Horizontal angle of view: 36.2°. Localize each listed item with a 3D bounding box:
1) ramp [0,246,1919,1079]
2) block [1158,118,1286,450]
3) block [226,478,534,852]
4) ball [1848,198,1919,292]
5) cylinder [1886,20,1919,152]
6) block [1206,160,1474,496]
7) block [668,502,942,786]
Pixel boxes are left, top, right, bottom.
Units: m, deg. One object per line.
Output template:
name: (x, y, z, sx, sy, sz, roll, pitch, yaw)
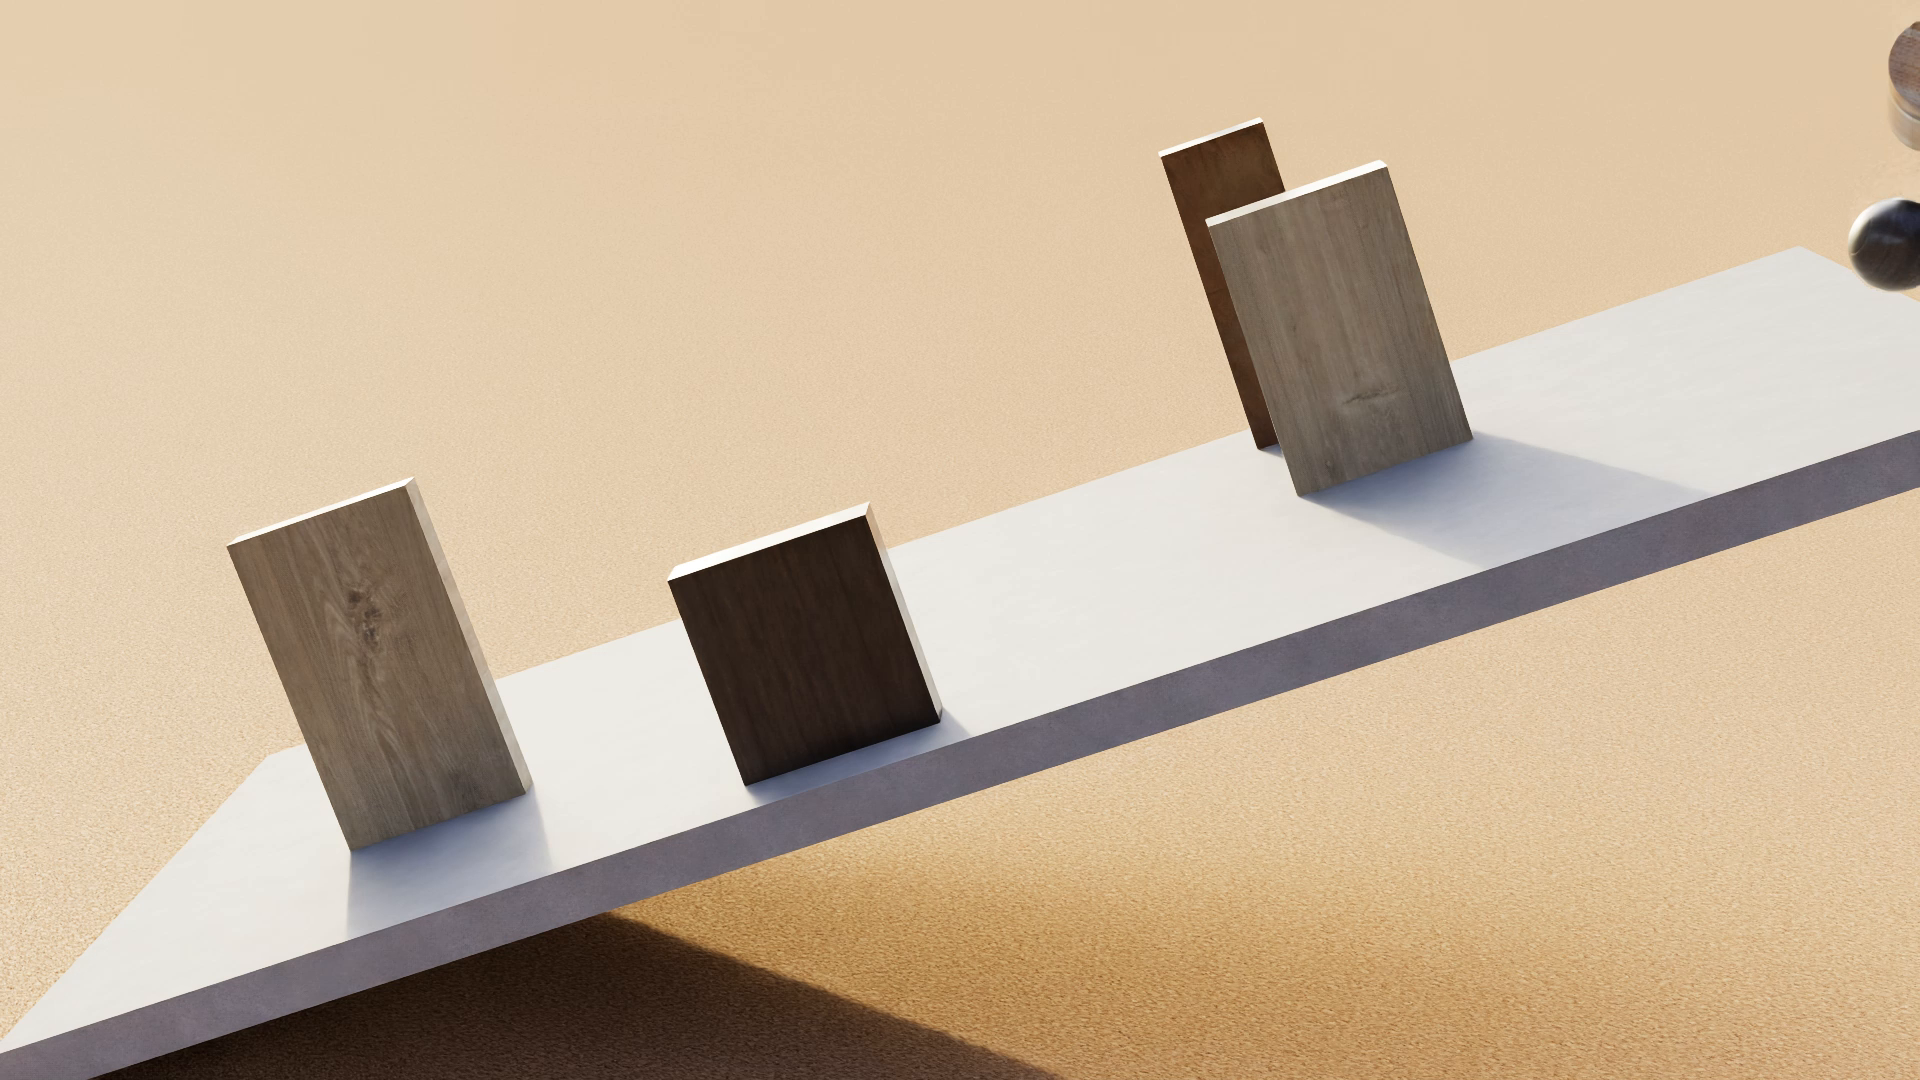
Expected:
ramp: (0.109, 0.179, 6.303, 4.000, 0.100, 2.000, -18, 11, 6)
block: (0.701, -0.600, 6.905, 0.248, 0.727, 0.126, -18, 11, 6)
block: (-1.197, 0.260, 6.090, 0.395, 0.689, 0.087, -18, 11, 6)
ball: (1.805, -0.569, 5.669, 0.181, 0.181, 0.181, 0, 12, 0)
cylinder: (1.894, -0.876, 5.673, 0.203, 0.203, 0.203, 4, -15, 17)
block: (0.810, -0.452, 6.290, 0.392, 0.613, 0.145, -18, 11, 6)
block: (-0.288, 0.196, 5.536, 0.391, 0.420, 0.117, -18, 11, 6)
